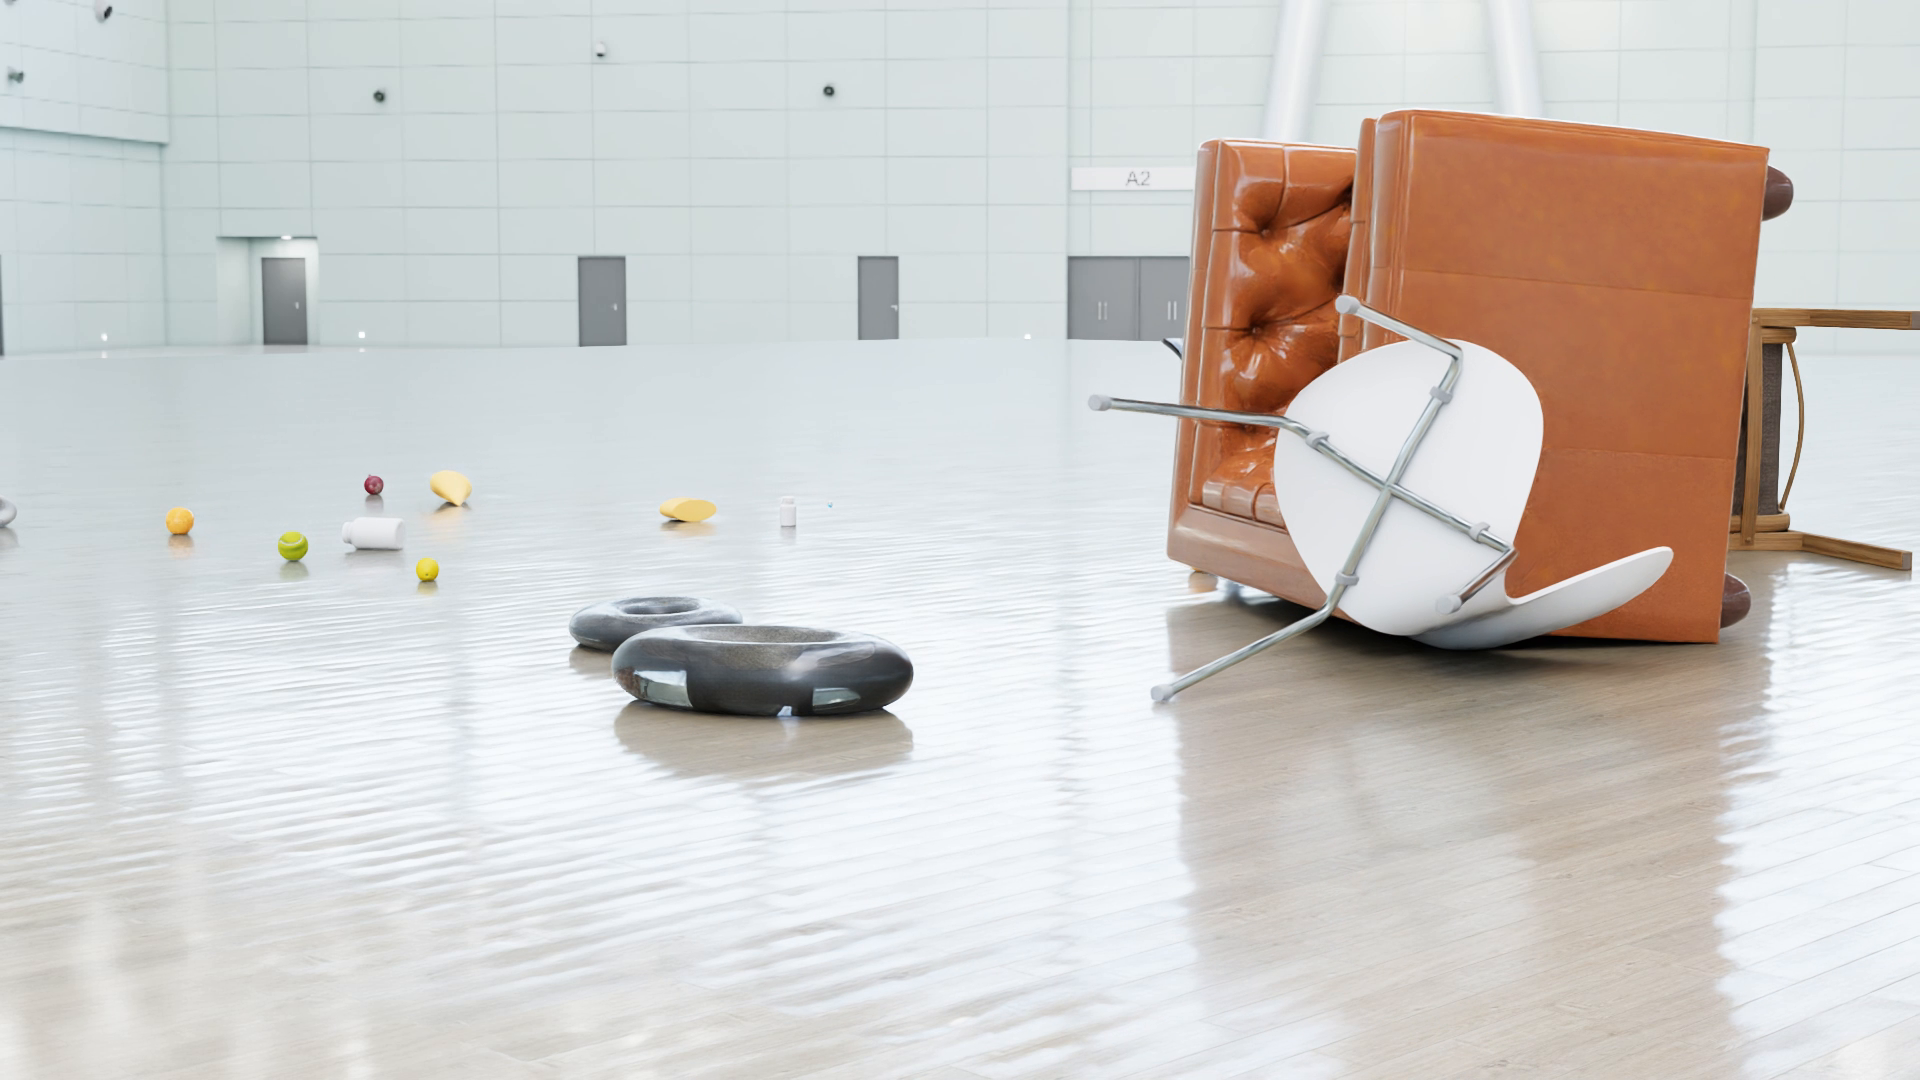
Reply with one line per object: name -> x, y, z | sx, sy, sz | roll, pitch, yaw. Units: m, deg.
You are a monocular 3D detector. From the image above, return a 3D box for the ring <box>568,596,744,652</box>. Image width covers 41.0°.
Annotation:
ring -> -0.549, 0.151, 4.634 | 0.314, 0.066, 0.389 | -1, 6, -1

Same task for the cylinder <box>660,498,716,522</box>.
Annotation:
cylinder -> -0.735, -0.083, 6.934 | 0.130, 0.058, 0.092 | -5, 7, -30

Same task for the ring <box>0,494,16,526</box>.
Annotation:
ring -> -2.554, -0.079, 6.736 | 0.150, 0.094, 0.078 | 11, -15, -43

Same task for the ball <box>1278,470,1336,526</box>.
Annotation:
ball -> 0.915, -0.111, 6.756 | 0.150, 0.150, 0.150 | 0, 6, 0

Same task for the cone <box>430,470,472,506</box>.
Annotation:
cone -> -1.462, -0.128, 7.430 | 0.128, 0.089, 0.169 | 20, 13, -26

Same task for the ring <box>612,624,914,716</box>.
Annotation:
ring -> -0.307, 0.199, 3.962 | 0.506, 0.109, 0.324 | 2, 5, 25
